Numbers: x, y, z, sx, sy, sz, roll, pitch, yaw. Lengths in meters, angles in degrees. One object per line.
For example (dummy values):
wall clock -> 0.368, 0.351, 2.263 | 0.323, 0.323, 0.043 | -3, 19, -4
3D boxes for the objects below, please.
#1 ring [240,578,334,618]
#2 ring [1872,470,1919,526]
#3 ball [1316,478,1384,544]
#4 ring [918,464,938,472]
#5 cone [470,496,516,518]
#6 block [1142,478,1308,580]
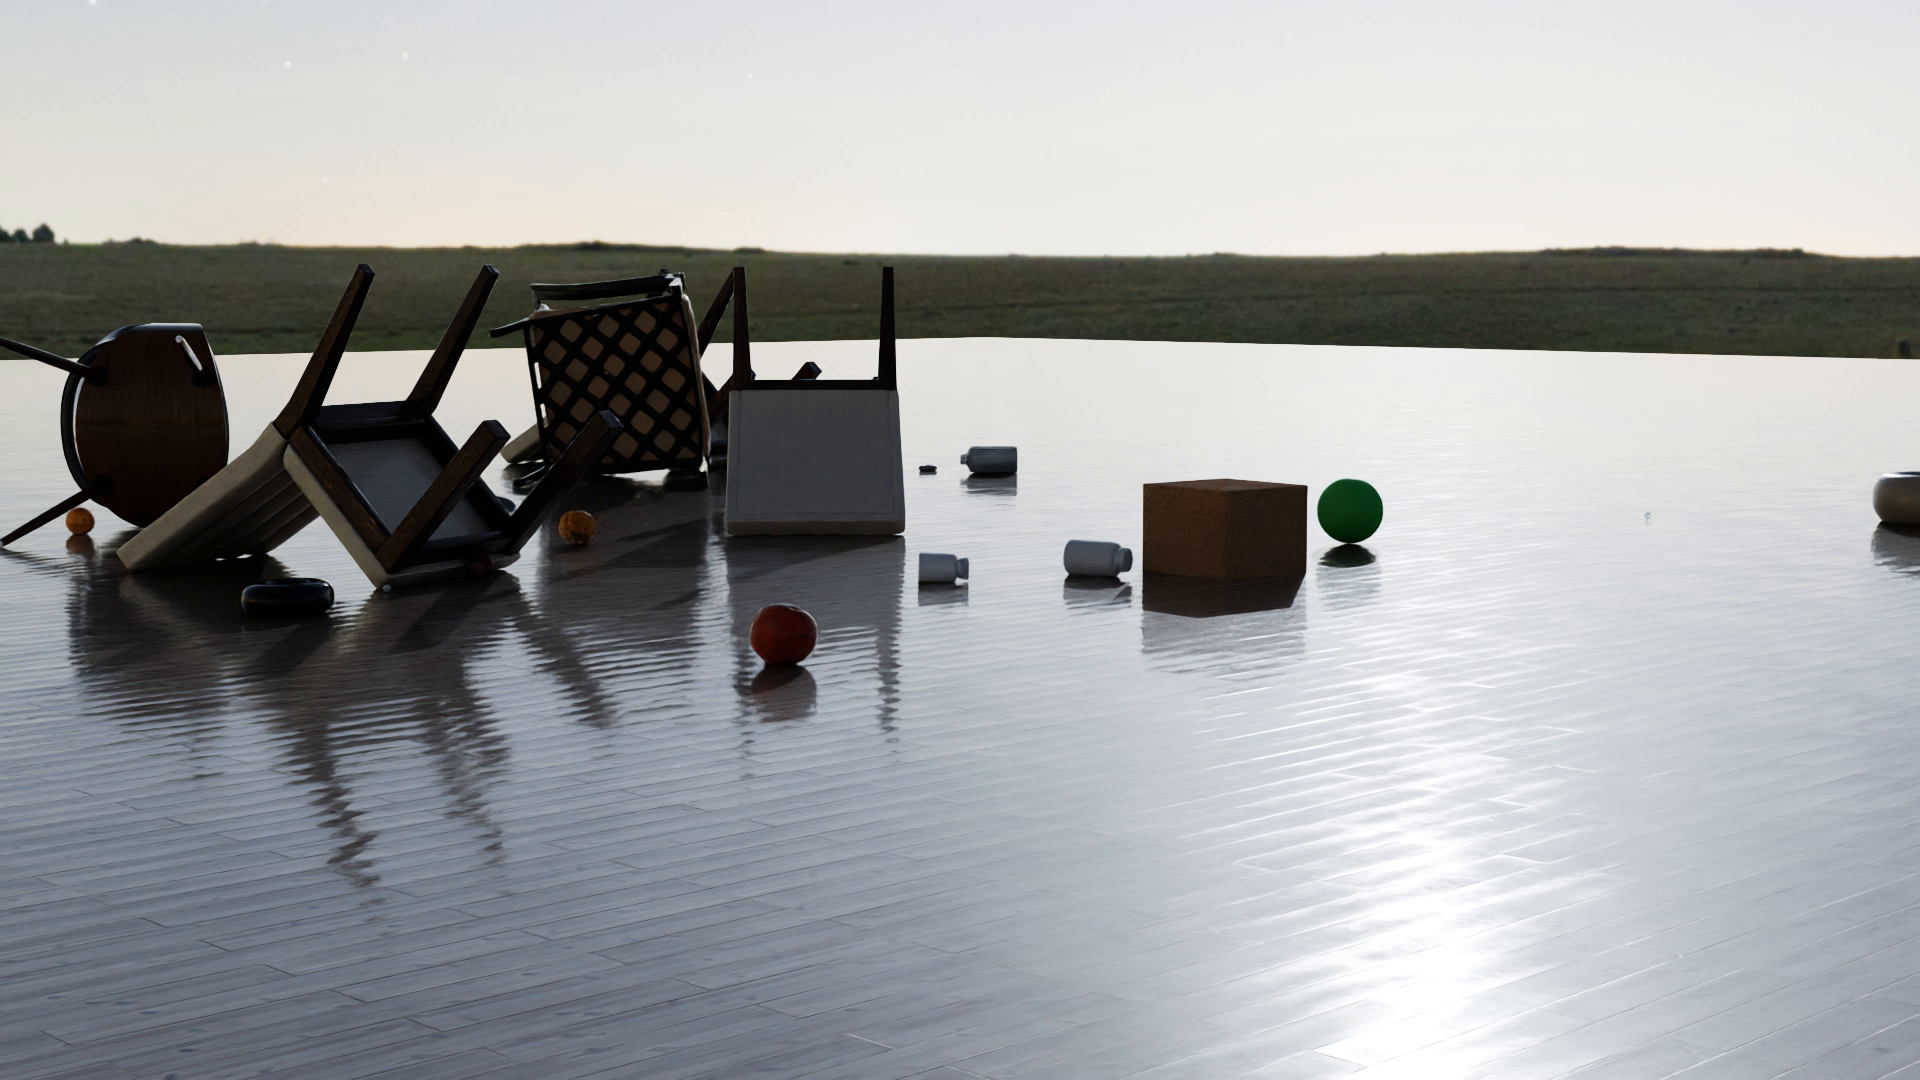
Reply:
ring -> -1.313, 0.112, 5.015 | 0.173, 0.064, 0.208 | 0, 5, 9
ring -> 2.581, -0.112, 6.860 | 0.262, 0.133, 0.330 | -1, 4, 2
ball -> 0.961, -0.072, 6.319 | 0.163, 0.163, 0.163 | 0, 6, 0
ring -> -0.109, -0.245, 8.699 | 0.057, 0.018, 0.076 | 5, 8, 33
cone -> -1.278, -0.076, 7.009 | 0.127, 0.070, 0.052 | -3, -27, -14
block -> 0.591, -0.027, 5.730 | 0.255, 0.194, 0.262 | -5, 8, -39
